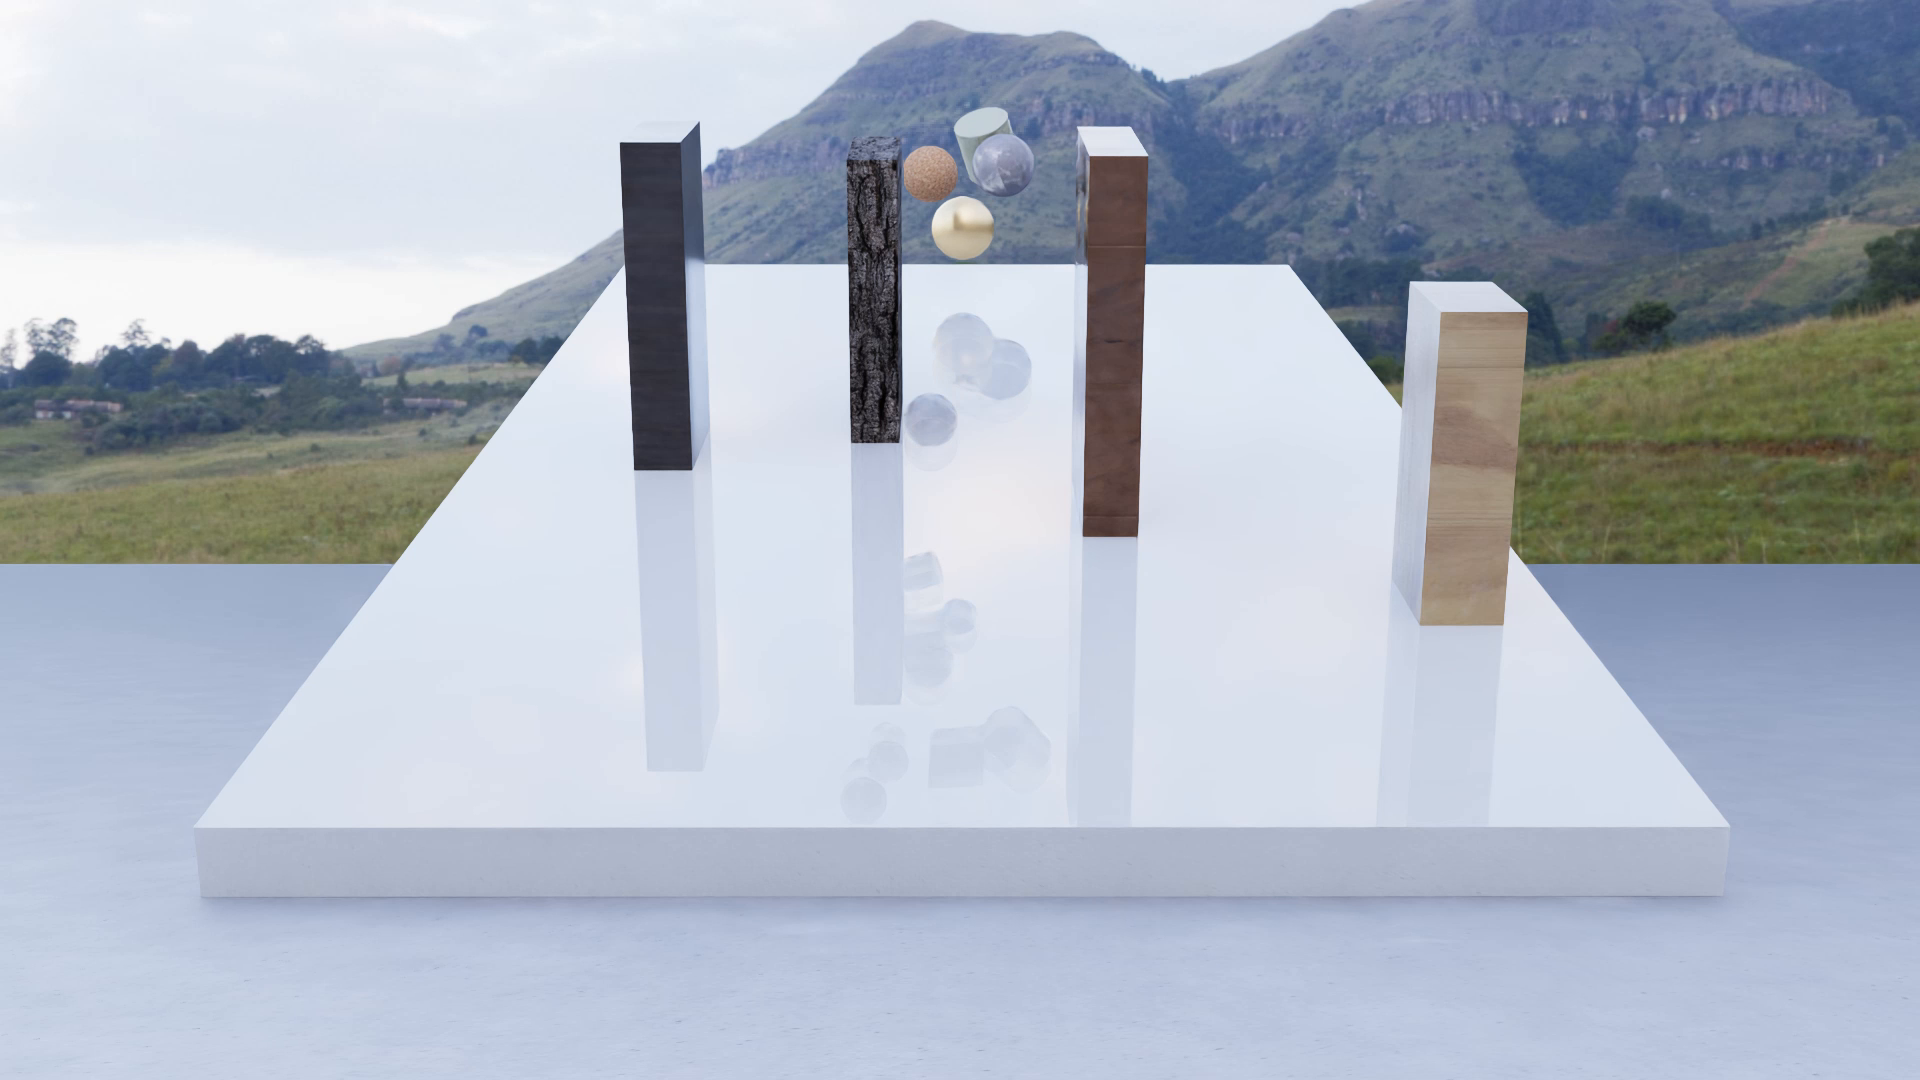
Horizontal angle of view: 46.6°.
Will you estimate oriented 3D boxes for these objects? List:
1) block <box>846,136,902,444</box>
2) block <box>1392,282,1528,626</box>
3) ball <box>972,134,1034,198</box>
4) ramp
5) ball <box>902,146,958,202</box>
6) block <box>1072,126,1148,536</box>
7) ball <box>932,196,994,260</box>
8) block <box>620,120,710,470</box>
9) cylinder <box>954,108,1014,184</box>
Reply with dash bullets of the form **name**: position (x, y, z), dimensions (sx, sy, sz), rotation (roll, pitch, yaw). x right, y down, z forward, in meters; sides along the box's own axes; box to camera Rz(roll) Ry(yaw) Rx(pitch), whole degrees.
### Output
- **block**: position (-0.181, -0.547, 4.824), dimensions (0.103, 0.599, 0.371), rotation (0, 17, 0)
- **block**: position (0.820, -0.146, 3.683), dimensions (0.137, 0.521, 0.247), rotation (0, 17, 0)
- **ball**: position (0.128, -1.103, 6.564), dimensions (0.185, 0.185, 0.185), rotation (0, 0, 0)
- **ramp**: position (-0.003, -0.180, 4.822), dimensions (2.000, 0.100, 4.000), rotation (0, 17, 0)
- **ball**: position (-0.082, -1.003, 6.110), dimensions (0.154, 0.154, 0.154), rotation (0, 0, 0)
- **block**: position (0.277, -0.400, 4.194), dimensions (0.103, 0.698, 0.409), rotation (0, 17, 0)
- **ball**: position (0.009, -0.888, 6.346), dimensions (0.179, 0.179, 0.179), rotation (0, 0, 0)
- **block**: position (-0.603, -0.509, 4.596), dimensions (0.119, 0.662, 0.349), rotation (0, 17, 0)
- **cylinder**: position (0.084, -1.190, 6.727), dimensions (0.166, 0.166, 0.166), rotation (-12, 39, 10)
